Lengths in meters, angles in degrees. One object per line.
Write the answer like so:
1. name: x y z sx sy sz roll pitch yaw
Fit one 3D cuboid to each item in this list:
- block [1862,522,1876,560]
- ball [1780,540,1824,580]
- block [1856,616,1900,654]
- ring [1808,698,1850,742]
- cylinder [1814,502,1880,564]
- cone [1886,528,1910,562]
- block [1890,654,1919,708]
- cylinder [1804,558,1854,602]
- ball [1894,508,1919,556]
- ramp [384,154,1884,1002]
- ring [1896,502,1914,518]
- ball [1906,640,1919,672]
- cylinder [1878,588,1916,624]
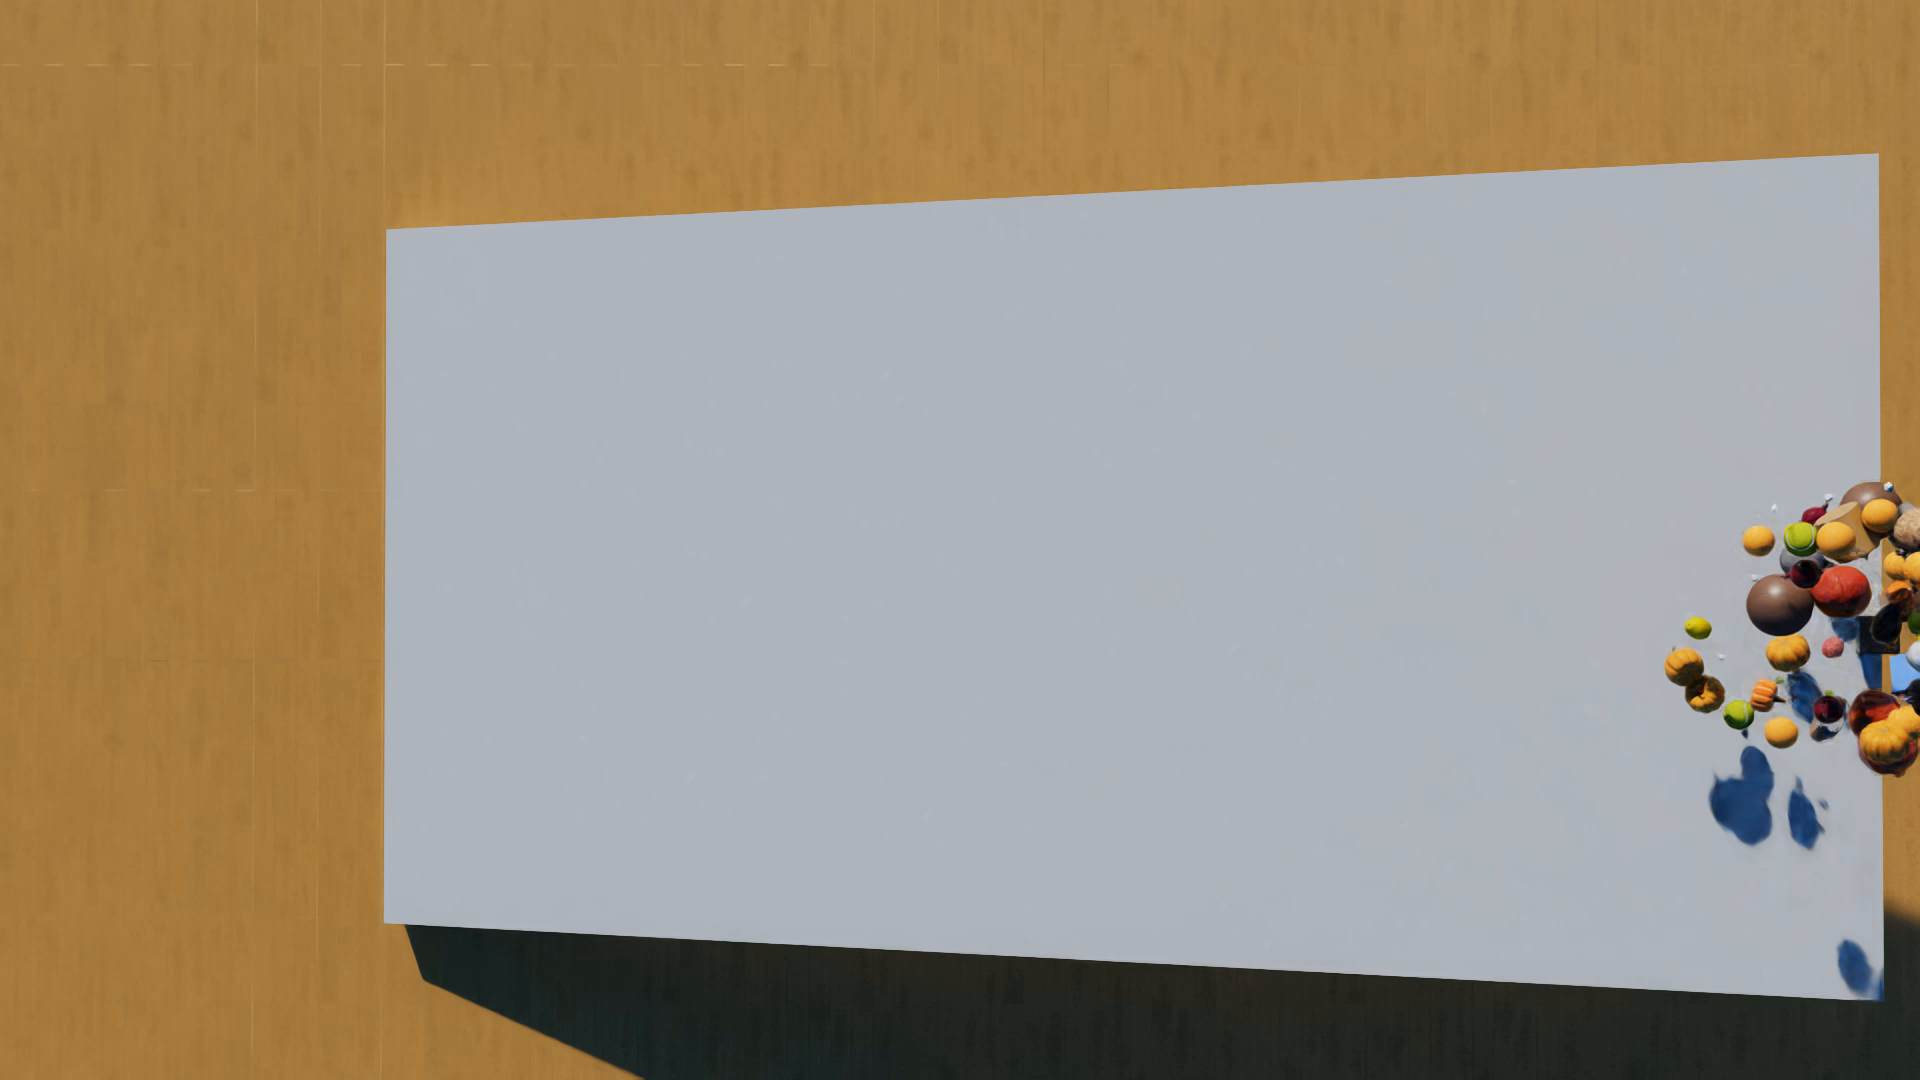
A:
1. block: 1.987 -0.004 4.863 0.058 0.058 0.058 15 58 18
2. ball: 1.800 0.043 4.703 0.088 0.088 0.088 0 89 0
3. block: 2.147 0.221 5.145 0.087 0.087 0.087 -1 88 17
4. ring: 1.892 0.391 4.786 0.037 0.112 0.112 33 89 -2
5. cylinder: 1.905 -0.015 4.721 0.098 0.098 0.098 -32 91 0
6. cone: 2.068 0.018 4.817 0.070 0.070 0.070 6 62 0
7. block: 2.019 0.289 4.620 0.084 0.084 0.084 28 56 -28
8. cylinder: 1.868 0.086 4.730 0.073 0.073 0.073 23 89 -22
9. ball: 1.932 -0.017 4.427 0.094 0.094 0.094 0 89 0
10. ramp: 0.272 0.095 5.811 4.000 0.100 2.000 0 89 17
11. ring: 2.022 -0.031 4.693 0.034 0.101 0.101 -10 89 21
12. ball: 1.732 0.210 3.949 0.059 0.059 0.059 0 89 0
13. cylinder: 2.121 0.151 4.980 0.071 0.071 0.071 -9 85 0
